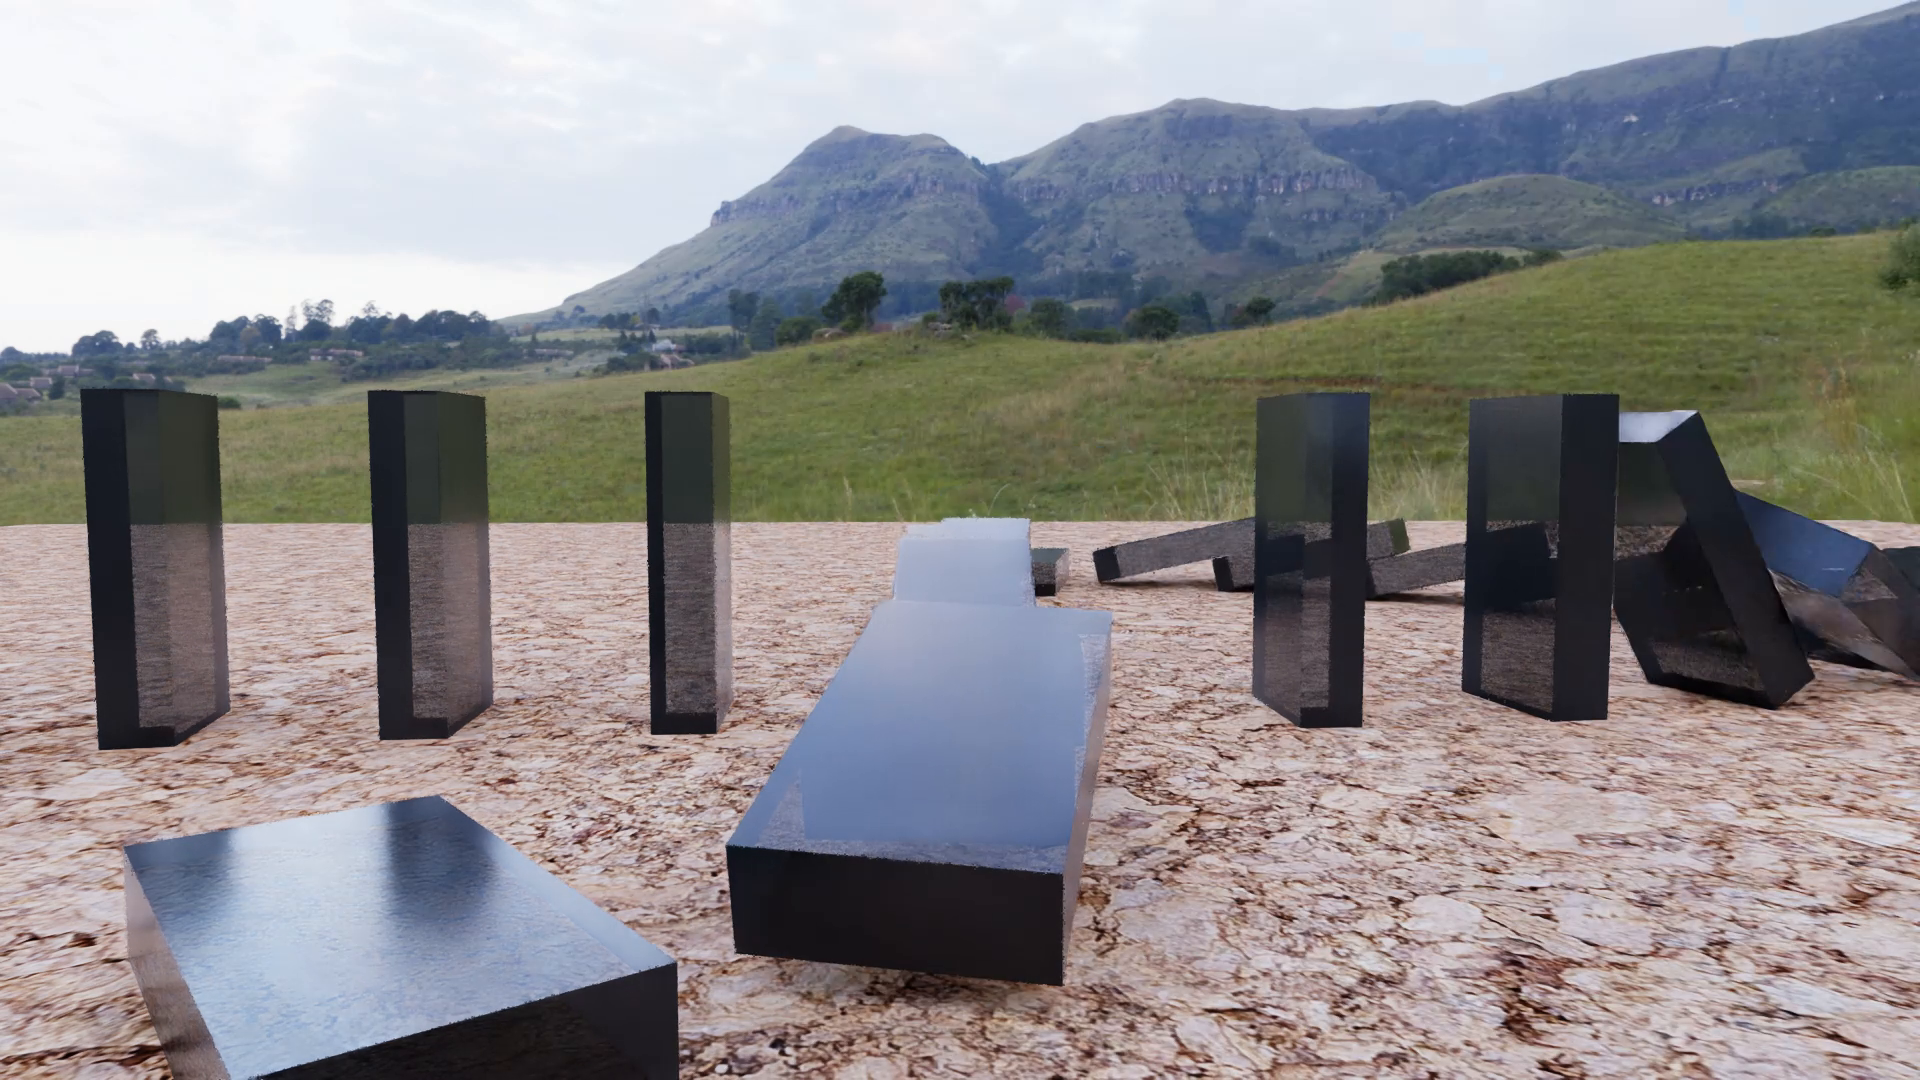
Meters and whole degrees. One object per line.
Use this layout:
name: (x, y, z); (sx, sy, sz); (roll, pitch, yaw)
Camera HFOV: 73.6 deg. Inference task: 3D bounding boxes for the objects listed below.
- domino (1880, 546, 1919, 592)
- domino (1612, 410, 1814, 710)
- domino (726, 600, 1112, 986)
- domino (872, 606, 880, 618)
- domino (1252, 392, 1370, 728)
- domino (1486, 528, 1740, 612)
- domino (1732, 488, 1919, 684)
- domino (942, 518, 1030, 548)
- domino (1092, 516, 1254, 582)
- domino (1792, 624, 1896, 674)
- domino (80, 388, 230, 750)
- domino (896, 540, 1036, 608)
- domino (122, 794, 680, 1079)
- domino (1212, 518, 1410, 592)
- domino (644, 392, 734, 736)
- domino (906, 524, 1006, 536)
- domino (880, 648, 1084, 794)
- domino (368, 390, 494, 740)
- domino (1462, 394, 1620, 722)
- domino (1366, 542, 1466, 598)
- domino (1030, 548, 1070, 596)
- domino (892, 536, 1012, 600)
domino: (0.179, 0.011, 0.283); (0.025, 0.009, 0.050); (-3, -9, -32)
domino: (0.118, 0.003, 0.212); (0.010, 0.050, 0.025); (-34, 13, -12)
domino: (0.000, 0.020, 0.117); (0.025, 0.009, 0.050); (2, 19, 10)
domino: (0.000, 0.021, 0.142); (0.025, 0.009, 0.050); (0, 19, 4)
domino: (0.055, 0.002, 0.203); (0.010, 0.050, 0.025); (0, 4, -4)
domino: (0.161, 0.008, 0.318); (0.025, 0.010, 0.050); (-4, -9, -45)
domino: (0.147, 0.008, 0.217); (0.050, 0.009, 0.025); (25, 10, -36)
domino: (0.005, 0.006, 0.345); (0.025, 0.010, 0.050); (0, 18, 6)
domino: (0.068, 0.002, 0.388); (0.050, 0.010, 0.025); (-11, -3, -10)
domino: (0.186, 0.020, 0.241); (0.025, 0.009, 0.050); (-1, 5, -18)
domino: (-0.118, 0.003, 0.190); (0.009, 0.050, 0.025); (-1, 4, -14)
domino: (0.001, 0.013, 0.235); (0.025, 0.010, 0.050); (0, 21, 0)
domino: (-0.043, 0.031, 0.094); (0.025, 0.009, 0.050); (-3, 5, -38)
domino: (0.101, 0.004, 0.368); (0.050, 0.009, 0.025); (-14, -3, 29)
domino: (-0.041, 0.003, 0.199); (0.009, 0.050, 0.025); (0, 4, -5)
domino: (-0.001, 0.009, 0.307); (0.025, 0.010, 0.050); (0, 19, 1)
domino: (0.004, 0.024, 0.182); (0.025, 0.009, 0.050); (0, 4, 4)
domino: (-0.080, 0.003, 0.195); (0.010, 0.050, 0.025); (0, 4, -6)
domino: (0.093, 0.002, 0.208); (0.009, 0.050, 0.025); (-1, 4, -10)
domino: (0.134, 0.006, 0.345); (0.050, 0.009, 0.025); (-16, -6, 38)
domino: (0.018, 0.009, 0.384); (0.025, 0.010, 0.050); (1, 4, 9)
domino: (-0.001, 0.012, 0.268); (0.025, 0.009, 0.050); (0, 19, 0)
